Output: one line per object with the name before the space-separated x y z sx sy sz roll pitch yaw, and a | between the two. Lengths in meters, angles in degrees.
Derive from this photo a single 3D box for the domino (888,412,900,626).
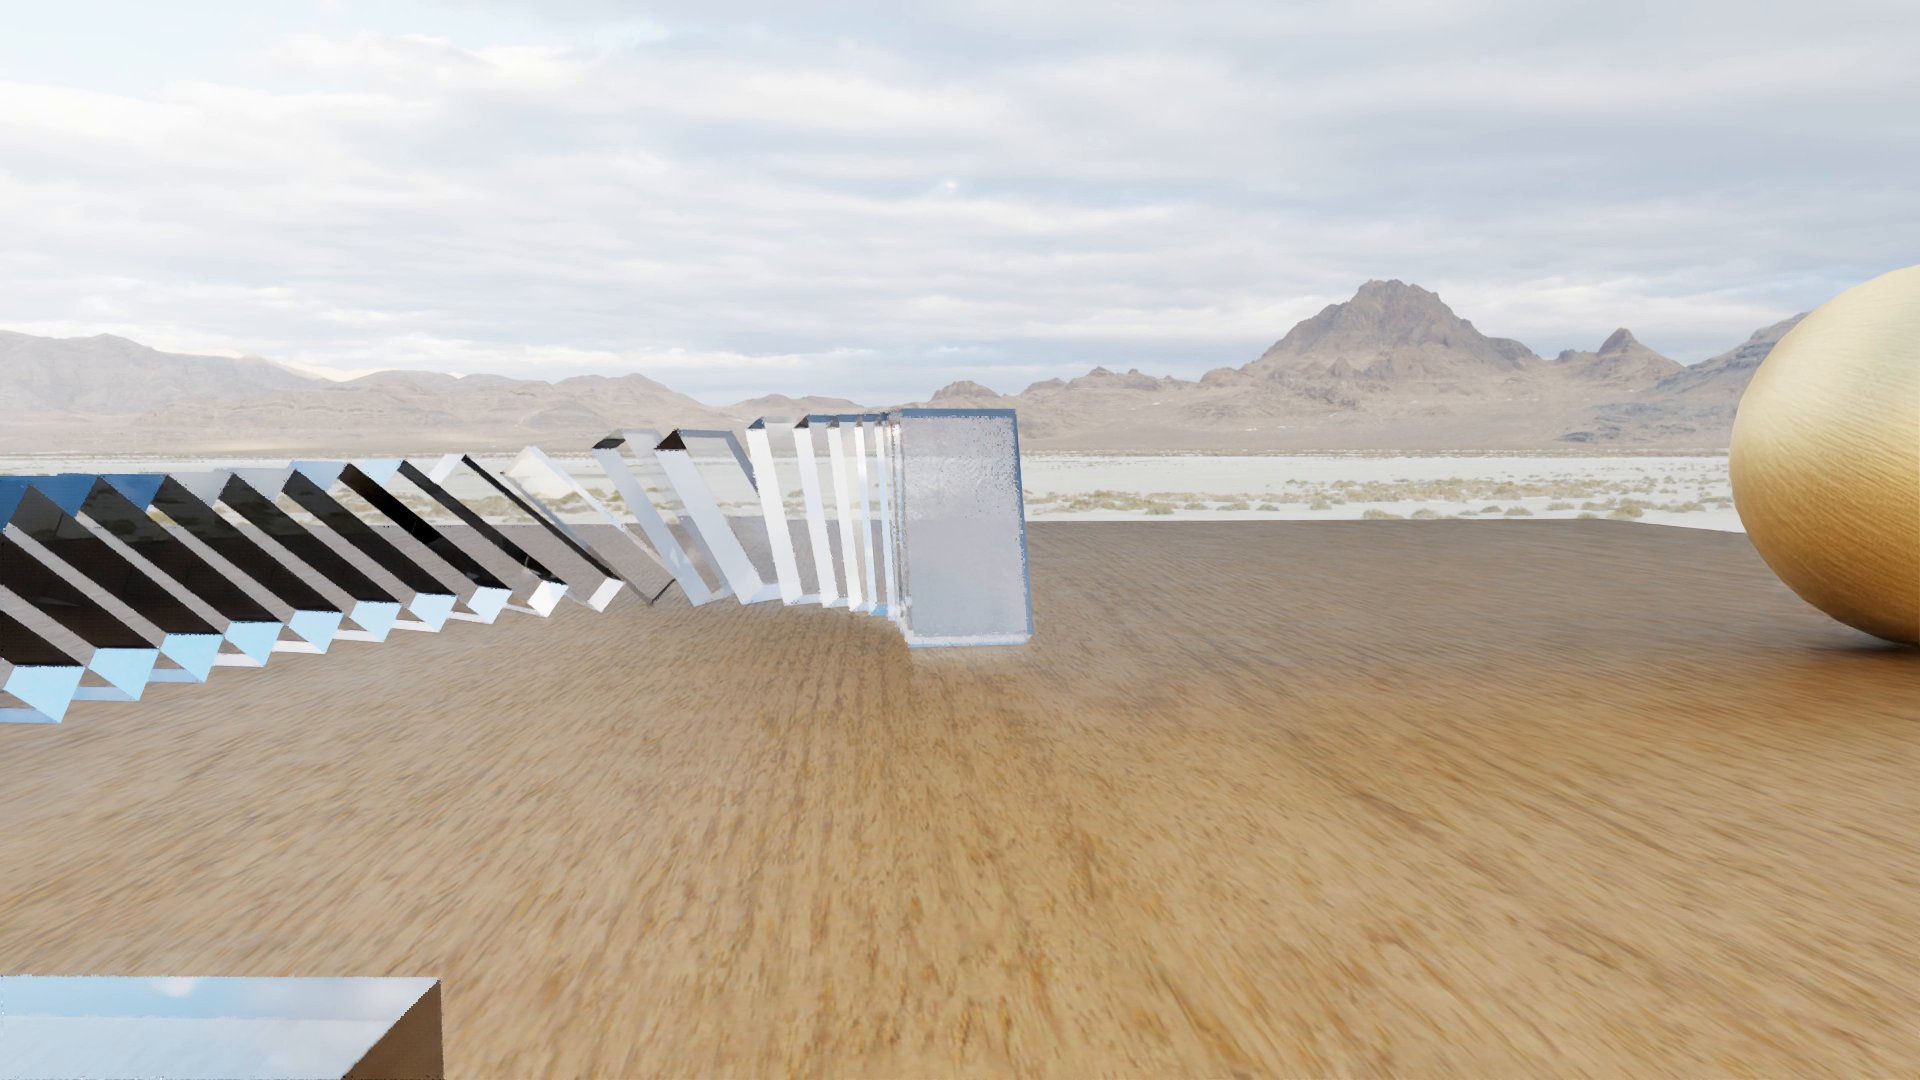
domino | -0.003 -0.005 0.304 0.025 0.050 0.010 -1 -17 -10

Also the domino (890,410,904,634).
domino | -0.002 -0.005 0.294 0.025 0.050 0.009 -1 -17 -10

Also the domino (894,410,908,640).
domino | 0.000 -0.004 0.284 0.025 0.050 0.010 -1 -17 -10

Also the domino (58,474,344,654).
domino | -0.146 0.006 0.246 0.025 0.010 0.050 1 -32 16

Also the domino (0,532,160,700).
domino | -0.150 0.010 0.195 0.025 0.010 0.050 0 -31 5

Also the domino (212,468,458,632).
domino | -0.137 0.003 0.279 0.025 0.010 0.050 2 -32 26

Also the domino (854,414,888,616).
domino | -0.012 -0.007 0.324 0.025 0.050 0.009 -1 -17 -16

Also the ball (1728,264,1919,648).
ball | 0.204 -0.017 0.262 0.080 0.080 0.080 0 4 0

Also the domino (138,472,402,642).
domino | -0.142 0.004 0.263 0.025 0.010 0.050 2 -32 21

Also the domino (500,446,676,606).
domino | -0.097 -0.004 0.340 0.050 0.010 0.025 44 -6 -11

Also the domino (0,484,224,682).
domino | -0.149 0.008 0.212 0.025 0.009 0.050 0 -31 7

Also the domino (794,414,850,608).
domino | -0.027 -0.008 0.342 0.025 0.050 0.010 -3 -16 -31

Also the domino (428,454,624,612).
domino | -0.111 -0.002 0.326 0.050 0.010 0.025 44 -18 -26

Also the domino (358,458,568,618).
domino | -0.122 0.000 0.312 0.025 0.010 0.050 5 -33 47

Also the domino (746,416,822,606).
domino | -0.040 -0.009 0.348 0.025 0.050 0.009 -4 -16 -40

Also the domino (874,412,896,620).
domino | -0.006 -0.006 0.314 0.025 0.050 0.010 -1 -17 -14

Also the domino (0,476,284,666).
domino | -0.149 0.007 0.229 0.025 0.009 0.050 1 -32 12

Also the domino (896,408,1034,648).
domino | 0.001 -0.003 0.273 0.025 0.050 0.010 -1 -17 -10

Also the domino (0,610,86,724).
domino | -0.151 0.011 0.178 0.025 0.010 0.050 0 -32 5

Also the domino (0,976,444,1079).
domino | -0.057 0.033 0.068 0.050 0.010 0.025 0 4 0

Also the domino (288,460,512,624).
domino | -0.131 0.001 0.296 0.025 0.009 0.050 3 -33 37

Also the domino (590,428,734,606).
domino | -0.077 -0.007 0.348 0.010 0.050 0.025 -34 -2 11

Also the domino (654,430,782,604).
domino | -0.061 -0.007 0.352 0.010 0.050 0.025 -37 -13 24

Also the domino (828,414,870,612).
domino | -0.018 -0.008 0.334 0.025 0.050 0.010 -2 -16 -24
